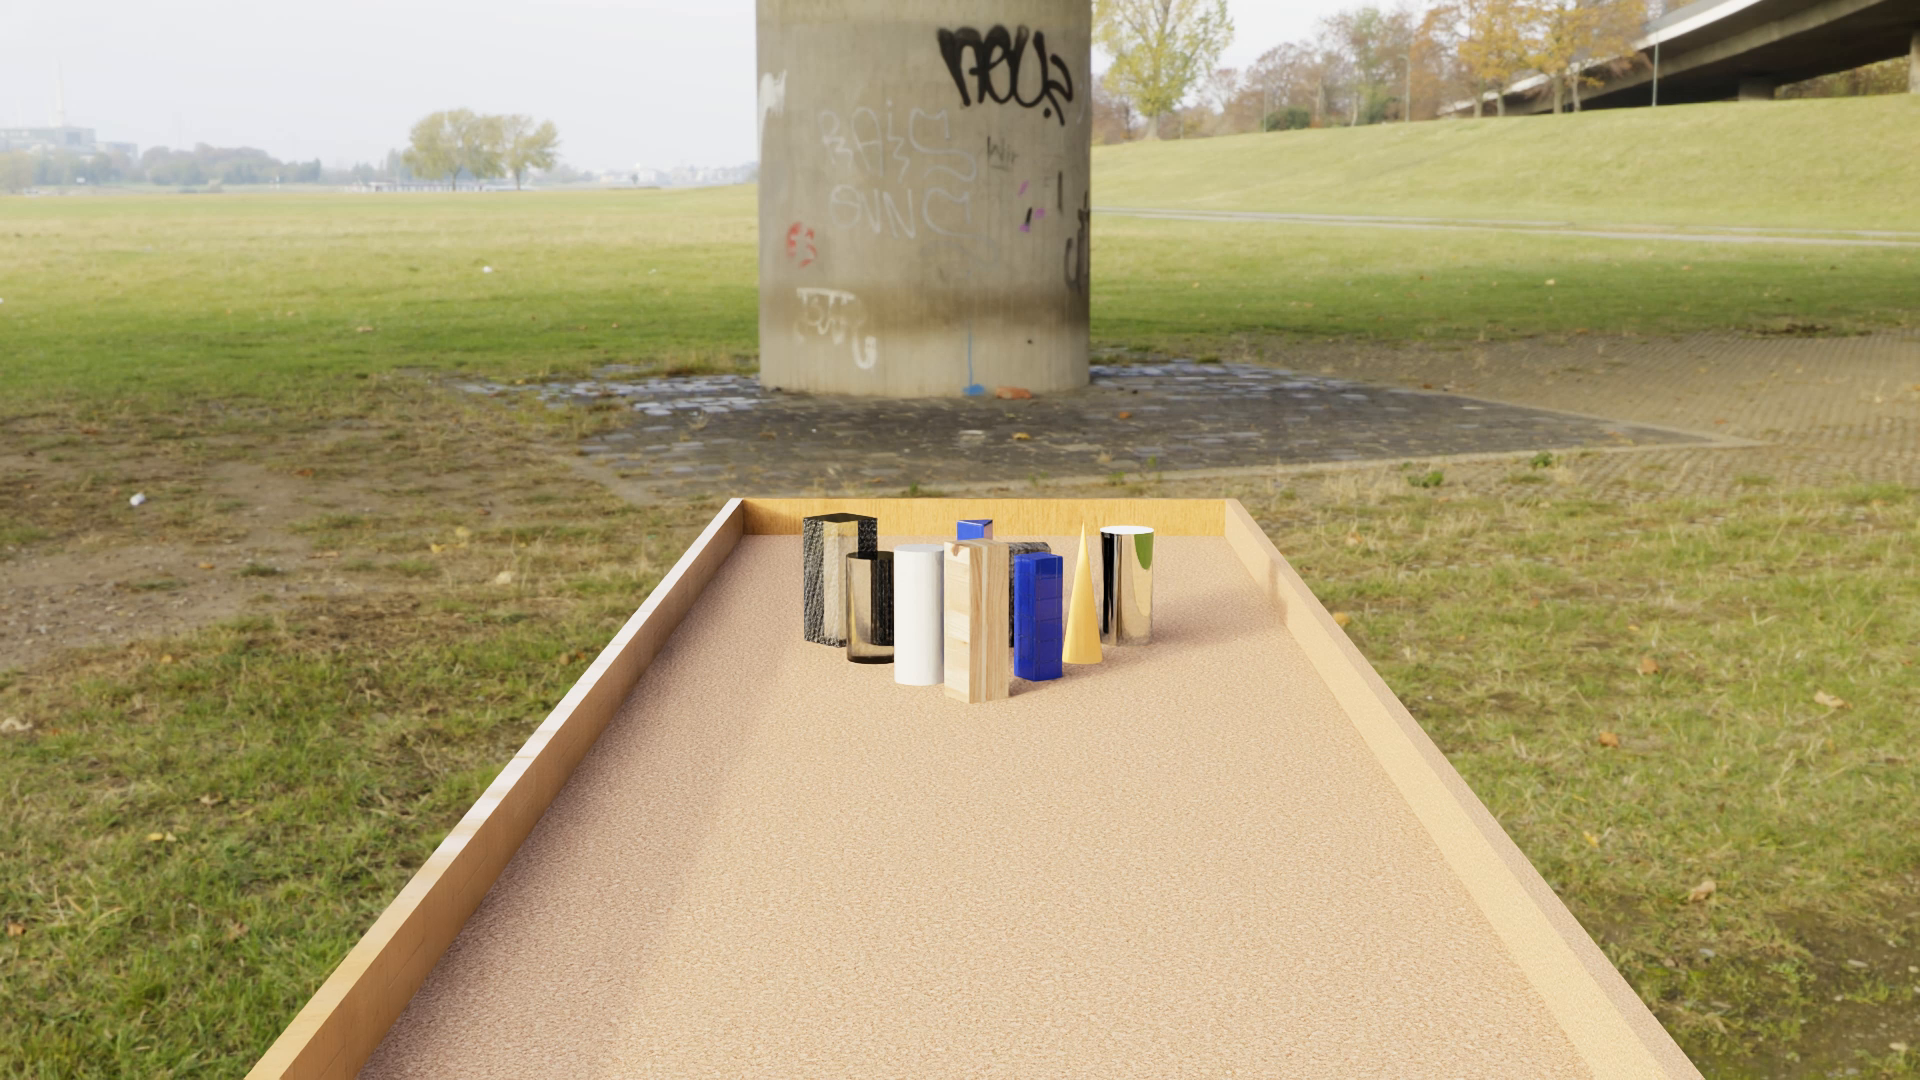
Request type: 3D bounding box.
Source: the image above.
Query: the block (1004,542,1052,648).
[{"bbox_3d":[0.210,0.171,6.933,0.137,0.312,0.137,-1,9,-5],"label":"block"}]

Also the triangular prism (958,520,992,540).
[{"bbox_3d":[0.064,0.151,6.707,0.096,0.423,0.110,-9,12,-43],"label":"triangular prism"}]

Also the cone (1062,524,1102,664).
[{"bbox_3d":[0.373,0.153,6.673,0.125,0.429,0.125,0,9,0],"label":"cone"}]

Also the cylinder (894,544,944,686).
[{"bbox_3d":[-0.114,0.216,6.403,0.156,0.390,0.156,0,9,0],"label":"cylinder"}]

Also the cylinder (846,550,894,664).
[{"bbox_3d":[-0.261,0.204,6.698,0.173,0.320,0.173,0,9,0],"label":"cylinder"}]

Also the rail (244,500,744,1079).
[{"bbox_3d":[-1.004,0.839,3.234,0.050,0.150,12.000,0,9,1],"label":"rail"}]

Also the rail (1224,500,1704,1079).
[{"bbox_3d":[1.046,0.843,3.208,0.050,0.150,12.000,0,9,1],"label":"rail"}]

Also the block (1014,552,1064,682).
[{"bbox_3d":[0.230,0.224,6.445,0.101,0.360,0.101,-6,11,-35],"label":"block"}]

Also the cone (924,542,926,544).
[{"bbox_3d":[-0.108,0.159,6.957,0.166,0.329,0.166,0,9,0],"label":"cone"}]

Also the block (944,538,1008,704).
[{"bbox_3d":[0.046,0.225,6.182,0.130,0.440,0.130,-6,11,-32],"label":"block"}]

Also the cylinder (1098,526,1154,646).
[{"bbox_3d":[0.525,0.145,6.951,0.172,0.358,0.172,0,9,0],"label":"cylinder"}]

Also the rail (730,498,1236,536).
[{"bbox_3d":[0.099,-0.098,9.147,2.100,0.150,0.050,0,9,1],"label":"rail"}]

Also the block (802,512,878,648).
[{"bbox_3d":[-0.377,0.125,6.958,0.167,0.395,0.167,-9,12,-43],"label":"block"}]
